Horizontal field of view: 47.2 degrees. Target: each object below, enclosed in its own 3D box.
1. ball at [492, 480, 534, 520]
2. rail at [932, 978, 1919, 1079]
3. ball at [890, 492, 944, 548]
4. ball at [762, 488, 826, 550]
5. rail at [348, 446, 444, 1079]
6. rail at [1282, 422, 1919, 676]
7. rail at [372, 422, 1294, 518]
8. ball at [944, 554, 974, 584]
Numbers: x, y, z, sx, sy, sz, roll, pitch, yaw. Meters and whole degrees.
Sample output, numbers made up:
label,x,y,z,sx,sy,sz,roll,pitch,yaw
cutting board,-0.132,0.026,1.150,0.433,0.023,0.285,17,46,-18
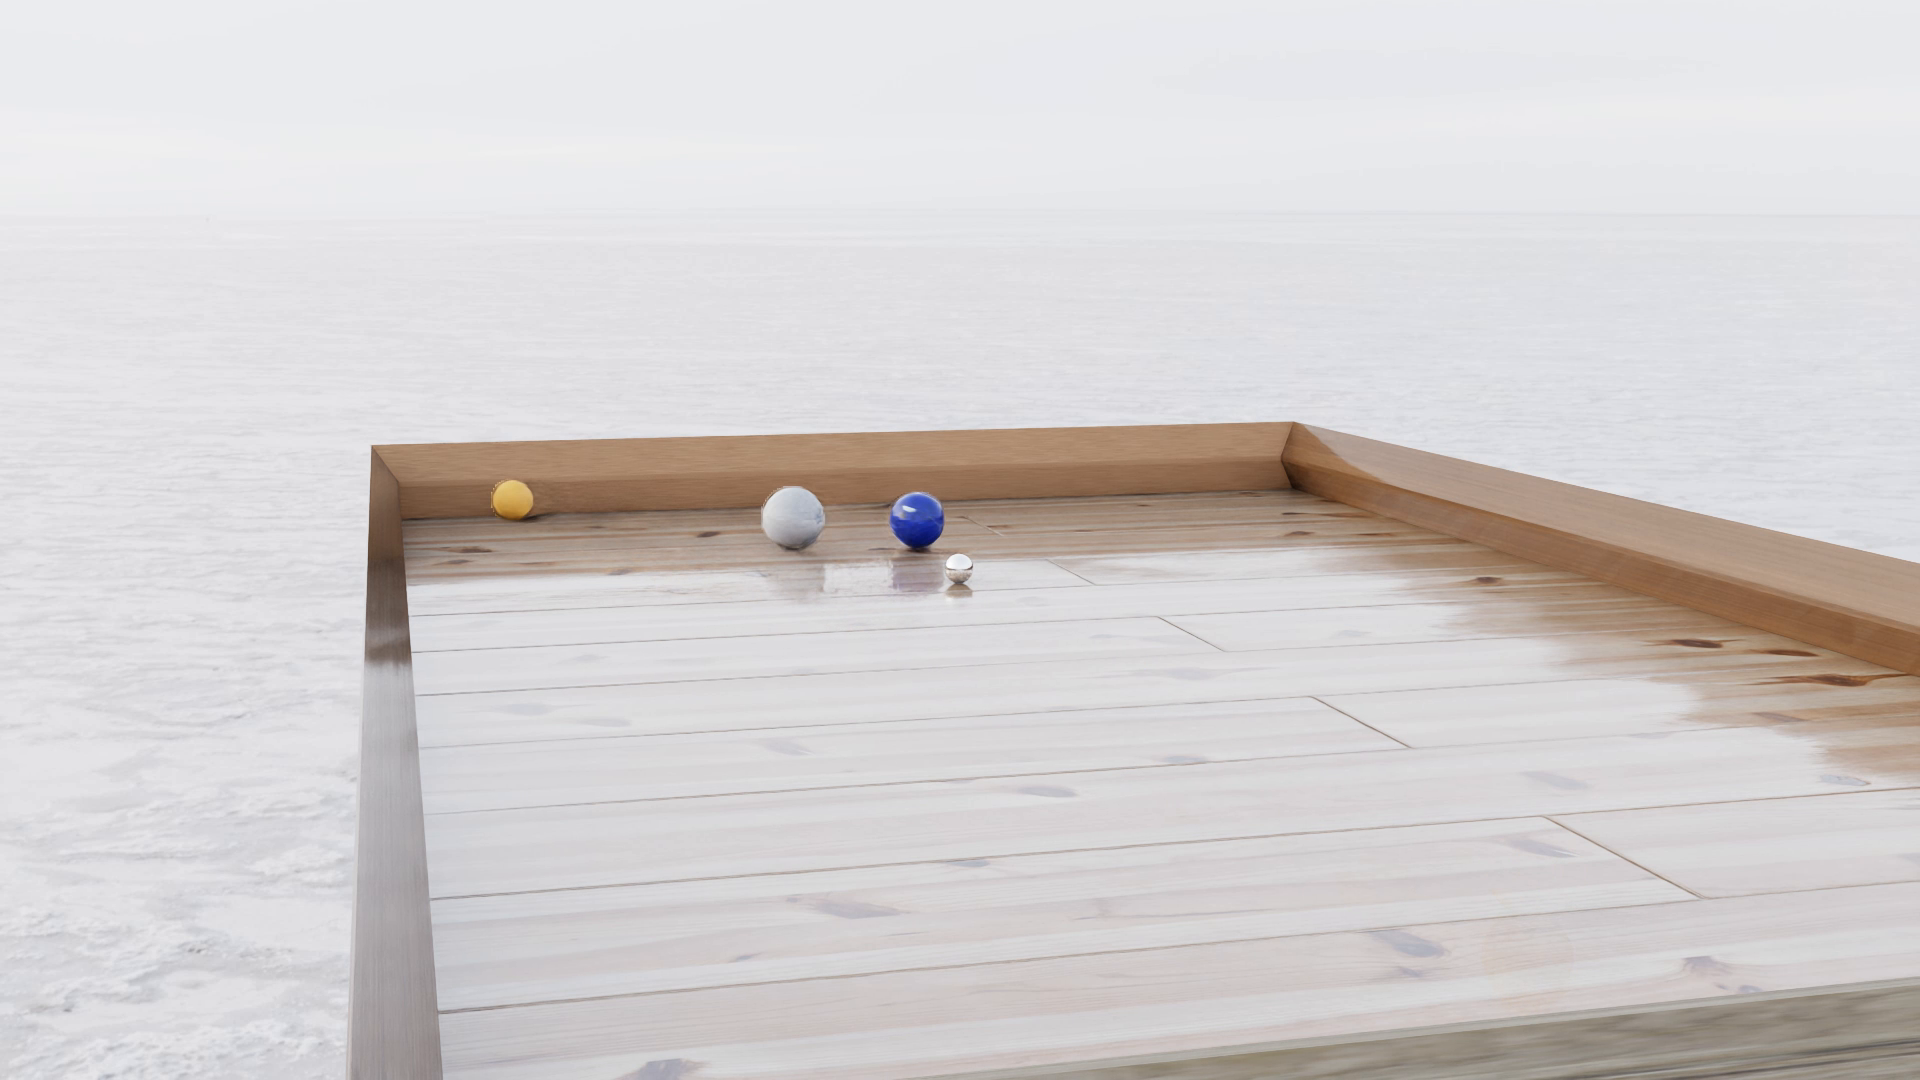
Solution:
label,x,y,z,sx,sy,sz,roll,pitch,yaw
ball,-0.771,-0.069,3.795,0.068,0.068,0.068,0,8,0
rail,0.557,0.286,1.193,1.714,0.128,0.045,-2,9,-14
ball,-0.068,-0.031,3.474,0.087,0.087,0.087,0,8,0
ball,-0.261,-0.034,3.456,0.098,0.098,0.098,0,8,0
rail,-0.618,0.110,2.383,0.045,0.128,2.969,-2,9,-14
rail,0.994,0.048,2.800,0.045,0.128,2.969,-2,9,-14
rail,-0.182,-0.129,3.989,1.714,0.128,0.045,-2,9,-14
ball,-0.002,0.041,3.144,0.042,0.042,0.042,0,8,0
